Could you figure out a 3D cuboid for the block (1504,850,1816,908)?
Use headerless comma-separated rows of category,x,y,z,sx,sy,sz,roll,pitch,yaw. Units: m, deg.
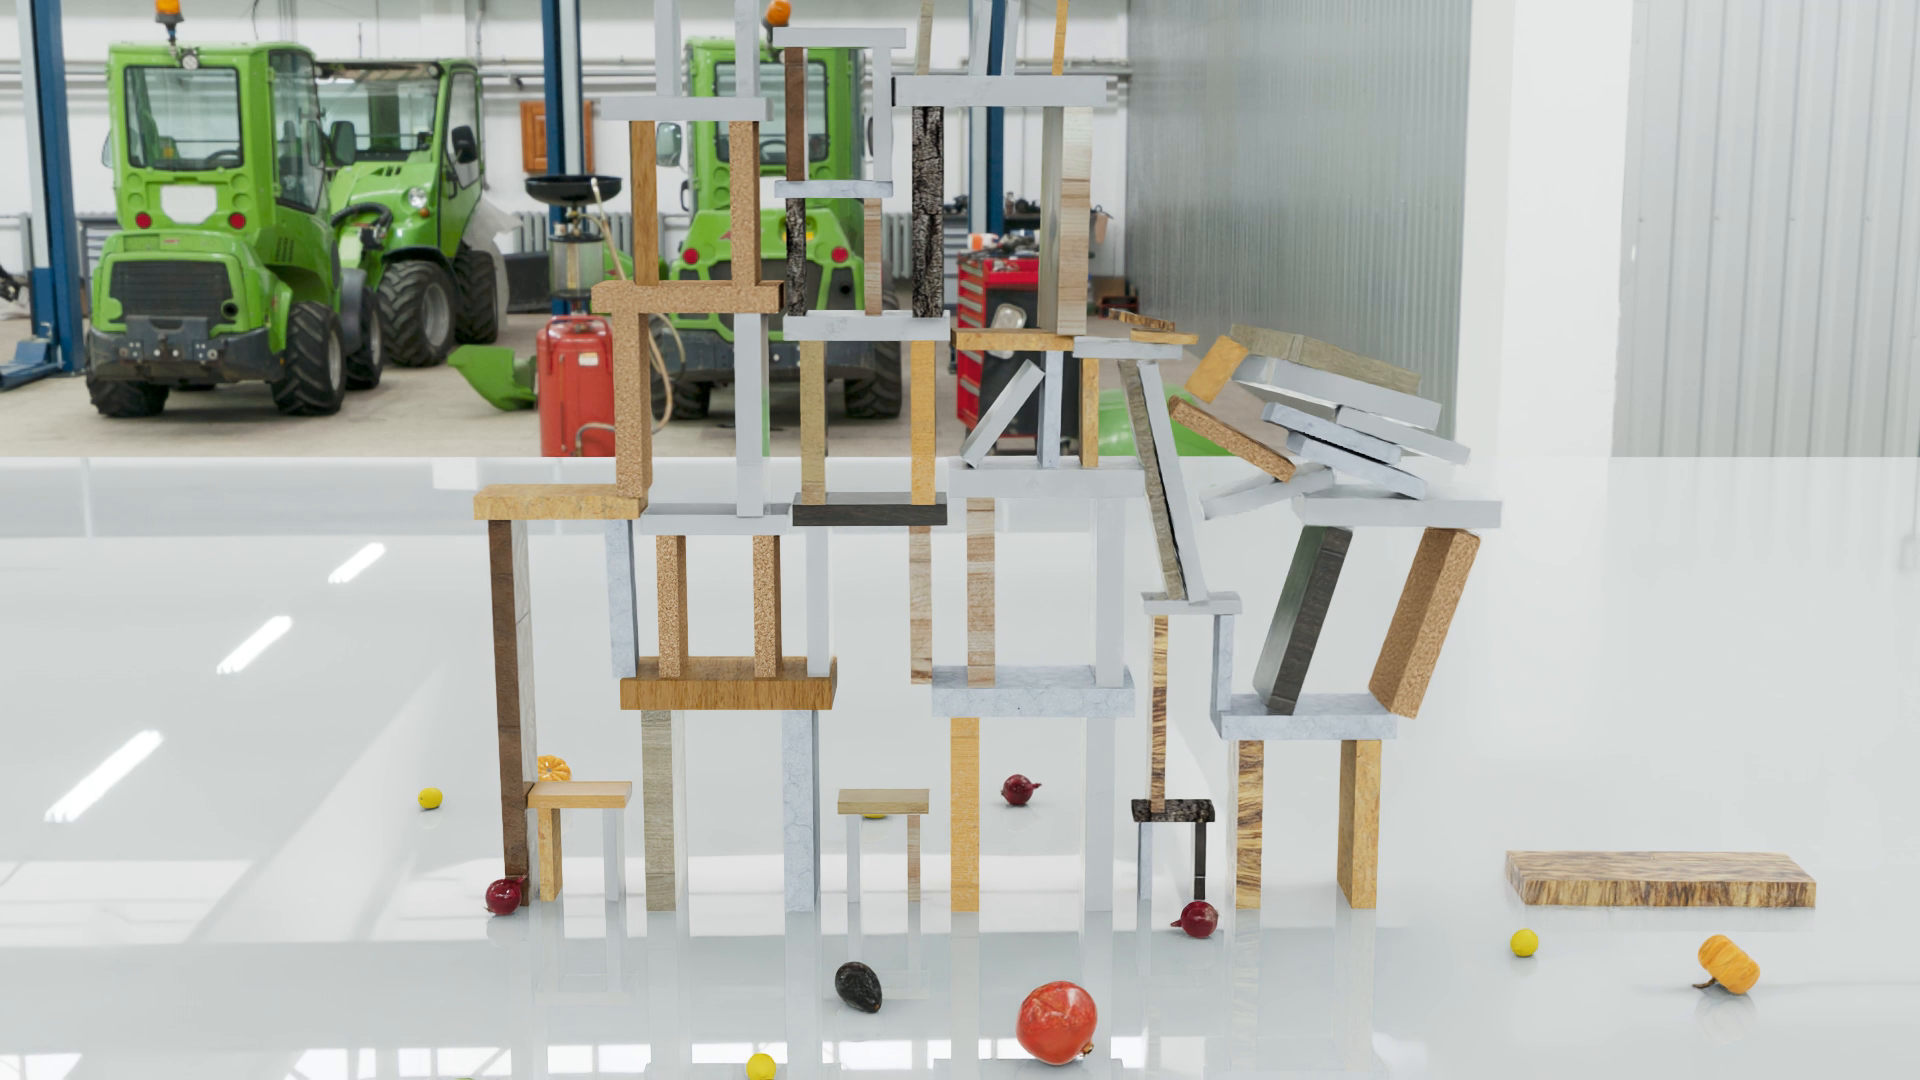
block,1.167,0.566,3.680,0.473,0.043,0.153,0,11,1

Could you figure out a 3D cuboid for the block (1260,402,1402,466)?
block,0.593,-0.171,3.525,0.212,0.030,0.106,20,3,-2

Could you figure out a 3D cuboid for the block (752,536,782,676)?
block,-0.313,0.096,3.579,0.033,0.232,0.116,0,11,1

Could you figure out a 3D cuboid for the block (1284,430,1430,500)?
block,0.630,-0.120,3.503,0.212,0.030,0.106,19,8,-9

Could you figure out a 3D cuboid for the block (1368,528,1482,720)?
block,0.756,0.125,3.594,0.044,0.311,0.155,17,9,-6

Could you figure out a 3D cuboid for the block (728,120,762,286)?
block,-0.338,-0.531,3.462,0.036,0.253,0.126,0,10,0

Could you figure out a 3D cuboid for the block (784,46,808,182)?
block,-0.255,-0.665,3.436,0.029,0.203,0.102,0,11,0

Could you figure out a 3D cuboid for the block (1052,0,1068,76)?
block,0.155,-0.778,3.407,0.016,0.115,0.058,5,11,2

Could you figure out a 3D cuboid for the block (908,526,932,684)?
block,-0.063,0.094,3.584,0.035,0.260,0.123,-1,11,0

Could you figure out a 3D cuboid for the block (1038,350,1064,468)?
block,0.144,-0.215,3.520,0.026,0.185,0.093,1,10,-4

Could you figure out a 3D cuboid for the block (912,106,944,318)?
block,-0.050,-0.519,3.469,0.046,0.322,0.161,0,11,1

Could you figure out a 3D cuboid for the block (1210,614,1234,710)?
block,0.429,0.192,3.596,0.022,0.158,0.079,1,10,-1

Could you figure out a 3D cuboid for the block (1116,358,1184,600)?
block,0.307,-0.102,3.550,0.024,0.393,0.086,-12,10,1

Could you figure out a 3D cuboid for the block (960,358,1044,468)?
block,0.066,-0.204,3.520,0.026,0.185,0.093,36,6,-9

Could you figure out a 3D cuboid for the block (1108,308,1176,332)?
block,0.289,-0.350,3.500,0.104,0.015,0.052,12,7,-1

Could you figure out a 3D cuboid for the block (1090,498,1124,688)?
block,0.239,0.070,3.578,0.044,0.309,0.154,0,11,0

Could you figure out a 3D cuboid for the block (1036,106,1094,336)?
block,0.165,-0.507,3.484,0.046,0.351,0.161,0,11,-9

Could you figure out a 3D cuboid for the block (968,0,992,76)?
block,0.032,-0.787,3.410,0.019,0.133,0.067,4,10,-8

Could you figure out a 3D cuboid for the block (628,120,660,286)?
block,-0.498,-0.532,3.466,0.036,0.253,0.126,-2,11,-10

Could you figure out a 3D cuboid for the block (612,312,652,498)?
block,-0.523,-0.223,3.517,0.041,0.290,0.145,0,10,-2

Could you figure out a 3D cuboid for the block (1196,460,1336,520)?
block,0.494,-0.083,3.562,0.214,0.030,0.107,-15,10,5

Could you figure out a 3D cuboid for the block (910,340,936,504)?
block,-0.058,-0.196,3.529,0.037,0.261,0.131,0,11,0

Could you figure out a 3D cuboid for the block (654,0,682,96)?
block,-0.454,-0.785,3.422,0.027,0.190,0.095,0,10,1

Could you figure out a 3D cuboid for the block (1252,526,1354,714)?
block,0.558,0.115,3.596,0.044,0.310,0.155,16,10,-5

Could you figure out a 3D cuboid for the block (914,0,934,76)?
block,-0.055,-0.786,3.405,0.019,0.133,0.067,4,10,-6

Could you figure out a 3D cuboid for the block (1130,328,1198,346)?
block,0.324,-0.321,3.480,0.104,0.015,0.052,5,10,5

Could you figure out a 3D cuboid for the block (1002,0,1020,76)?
block,0.078,-0.778,3.409,0.016,0.115,0.058,4,10,-4

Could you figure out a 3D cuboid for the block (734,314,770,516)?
block,-0.332,-0.209,3.524,0.041,0.321,0.145,0,10,0

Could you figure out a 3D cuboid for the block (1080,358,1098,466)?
block,0.206,-0.209,3.525,0.024,0.173,0.086,-1,11,-1

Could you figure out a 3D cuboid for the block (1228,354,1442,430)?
block,0.600,-0.238,3.527,0.305,0.043,0.153,13,3,-21

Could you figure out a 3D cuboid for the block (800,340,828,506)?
block,-0.233,-0.196,3.526,0.037,0.261,0.130,0,11,-1

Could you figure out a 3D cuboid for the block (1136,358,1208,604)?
block,0.338,-0.097,3.541,0.030,0.388,0.107,-13,10,1

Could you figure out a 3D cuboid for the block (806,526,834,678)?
block,-0.228,0.088,3.580,0.035,0.247,0.123,0,11,0

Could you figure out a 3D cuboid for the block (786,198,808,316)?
block,-0.259,-0.450,3.481,0.026,0.183,0.091,0,11,-1

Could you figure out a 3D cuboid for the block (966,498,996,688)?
block,0.033,0.071,3.576,0.044,0.309,0.154,0,11,0

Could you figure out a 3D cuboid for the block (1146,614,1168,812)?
block,0.323,0.277,3.615,0.022,0.331,0.079,0,11,-2

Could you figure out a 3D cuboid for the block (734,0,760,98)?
block,-0.330,-0.784,3.415,0.027,0.190,0.095,0,10,2

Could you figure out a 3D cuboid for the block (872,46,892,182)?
block,-0.122,-0.665,3.439,0.029,0.203,0.102,0,11,-2

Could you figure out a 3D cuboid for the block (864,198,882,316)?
block,-0.137,-0.450,3.481,0.026,0.183,0.091,0,11,-1
